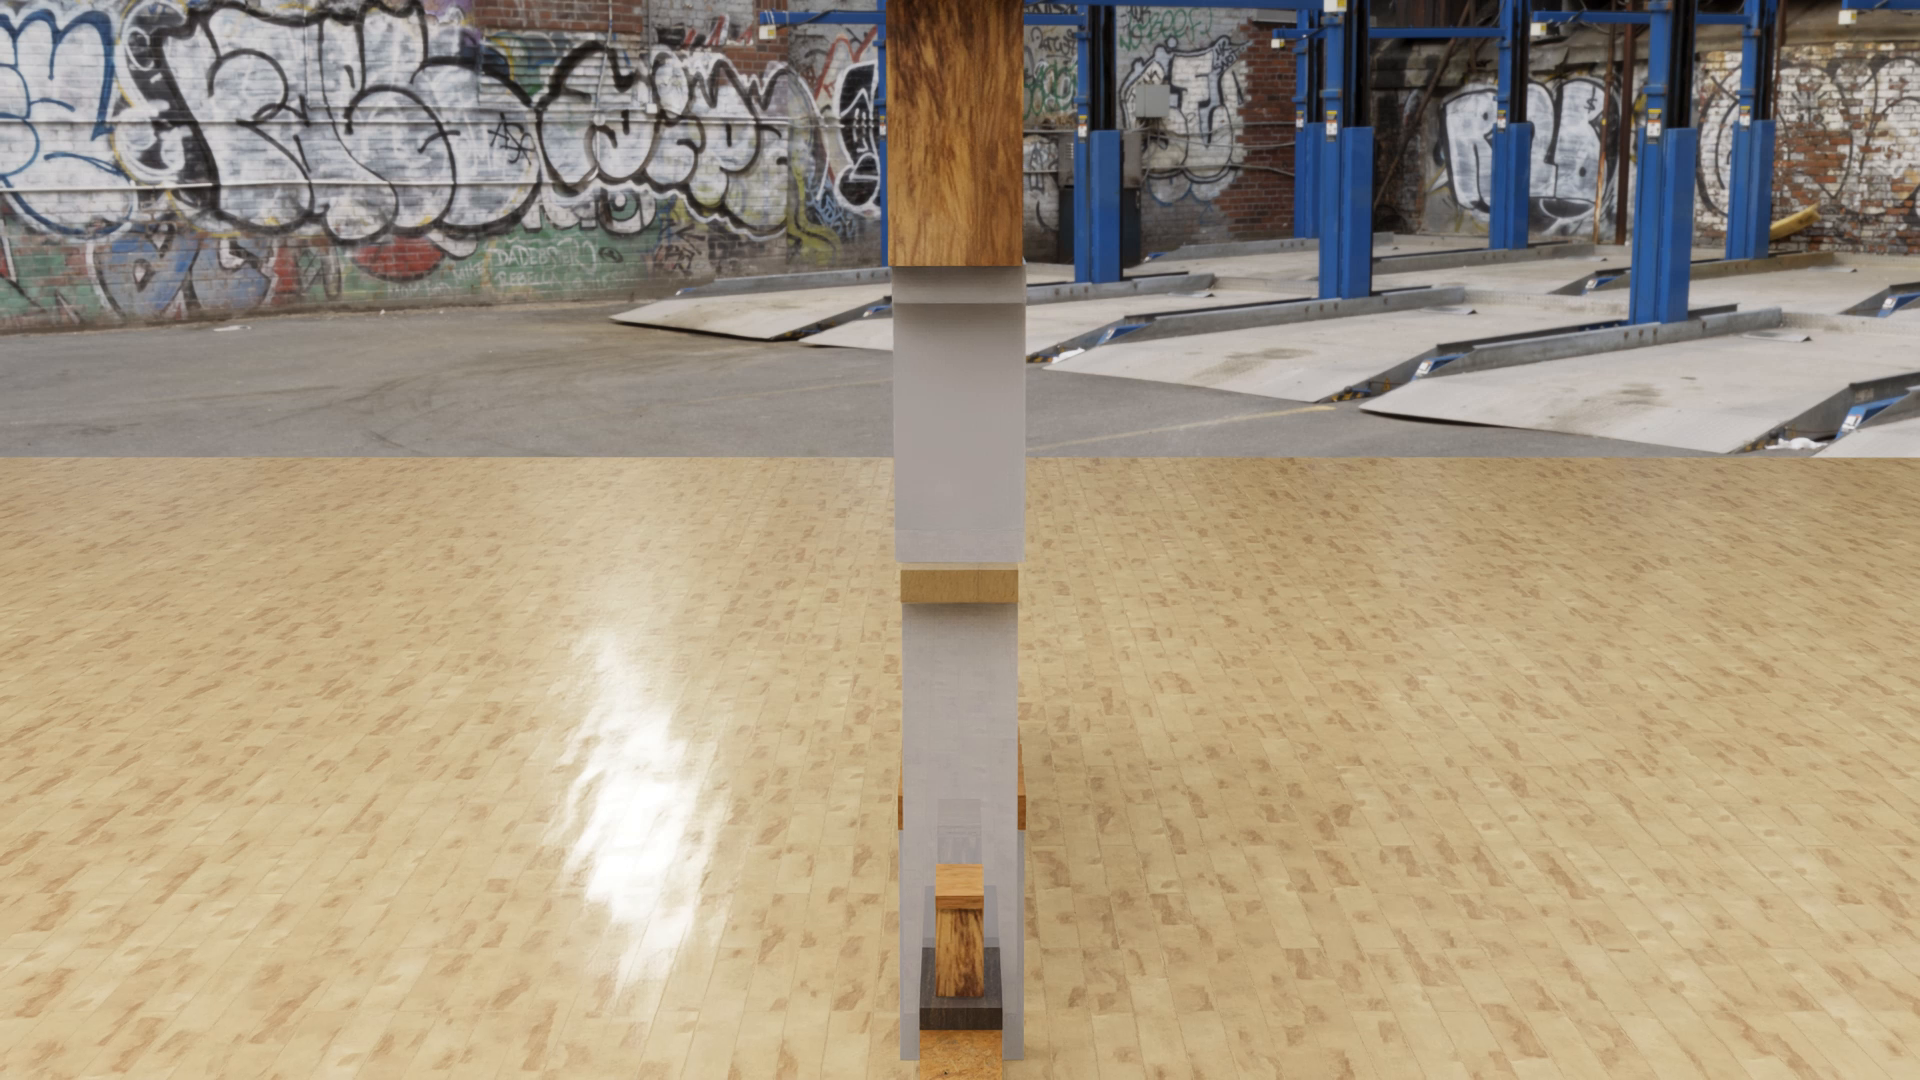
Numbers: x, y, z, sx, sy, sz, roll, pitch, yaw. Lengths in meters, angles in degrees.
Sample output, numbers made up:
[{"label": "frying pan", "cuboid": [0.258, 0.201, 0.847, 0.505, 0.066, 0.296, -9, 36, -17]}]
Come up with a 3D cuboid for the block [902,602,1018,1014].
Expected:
[{"label": "block", "cuboid": [0.000, 0.339, 2.814, 0.145, 0.550, 0.041, 0, 11, 0]}]

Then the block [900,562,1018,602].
[{"label": "block", "cuboid": [0.001, 0.031, 2.856, 0.145, 0.041, 0.291, 0, 10, 0]}]

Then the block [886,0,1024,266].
[{"label": "block", "cuboid": [-0.006, -0.490, 2.620, 0.161, 0.322, 0.046, 0, 11, 0]}]

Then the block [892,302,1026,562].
[{"label": "block", "cuboid": [0.000, -0.137, 2.747, 0.163, 0.327, 0.046, 0, 10, 1]}]

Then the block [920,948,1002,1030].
[{"label": "block", "cuboid": [0.001, 0.552, 2.714, 0.099, 0.028, 0.198, 0, 11, 0]}]

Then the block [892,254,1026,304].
[{"label": "block", "cuboid": [0.000, -0.340, 2.820, 0.163, 0.046, 0.327, 0, 10, 0]}]

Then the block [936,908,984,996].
[{"label": "block", "cuboid": [-0.001, 0.492, 2.645, 0.058, 0.115, 0.016, 0, 11, 0]}]

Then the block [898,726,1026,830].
[{"label": "block", "cuboid": [0.002, 0.330, 3.079, 0.170, 0.048, 0.339, 0, 11, 0]}]

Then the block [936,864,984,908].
[{"label": "block", "cuboid": [-0.001, 0.420, 2.671, 0.058, 0.016, 0.115, 0, 11, 0]}]

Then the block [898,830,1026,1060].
[{"label": "block", "cuboid": [0.002, 0.541, 3.003, 0.170, 0.339, 0.048, 0, 11, 0]}]

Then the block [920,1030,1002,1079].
[{"label": "block", "cuboid": [0.001, 0.675, 2.669, 0.099, 0.198, 0.028, 0, 11, 0]}]
